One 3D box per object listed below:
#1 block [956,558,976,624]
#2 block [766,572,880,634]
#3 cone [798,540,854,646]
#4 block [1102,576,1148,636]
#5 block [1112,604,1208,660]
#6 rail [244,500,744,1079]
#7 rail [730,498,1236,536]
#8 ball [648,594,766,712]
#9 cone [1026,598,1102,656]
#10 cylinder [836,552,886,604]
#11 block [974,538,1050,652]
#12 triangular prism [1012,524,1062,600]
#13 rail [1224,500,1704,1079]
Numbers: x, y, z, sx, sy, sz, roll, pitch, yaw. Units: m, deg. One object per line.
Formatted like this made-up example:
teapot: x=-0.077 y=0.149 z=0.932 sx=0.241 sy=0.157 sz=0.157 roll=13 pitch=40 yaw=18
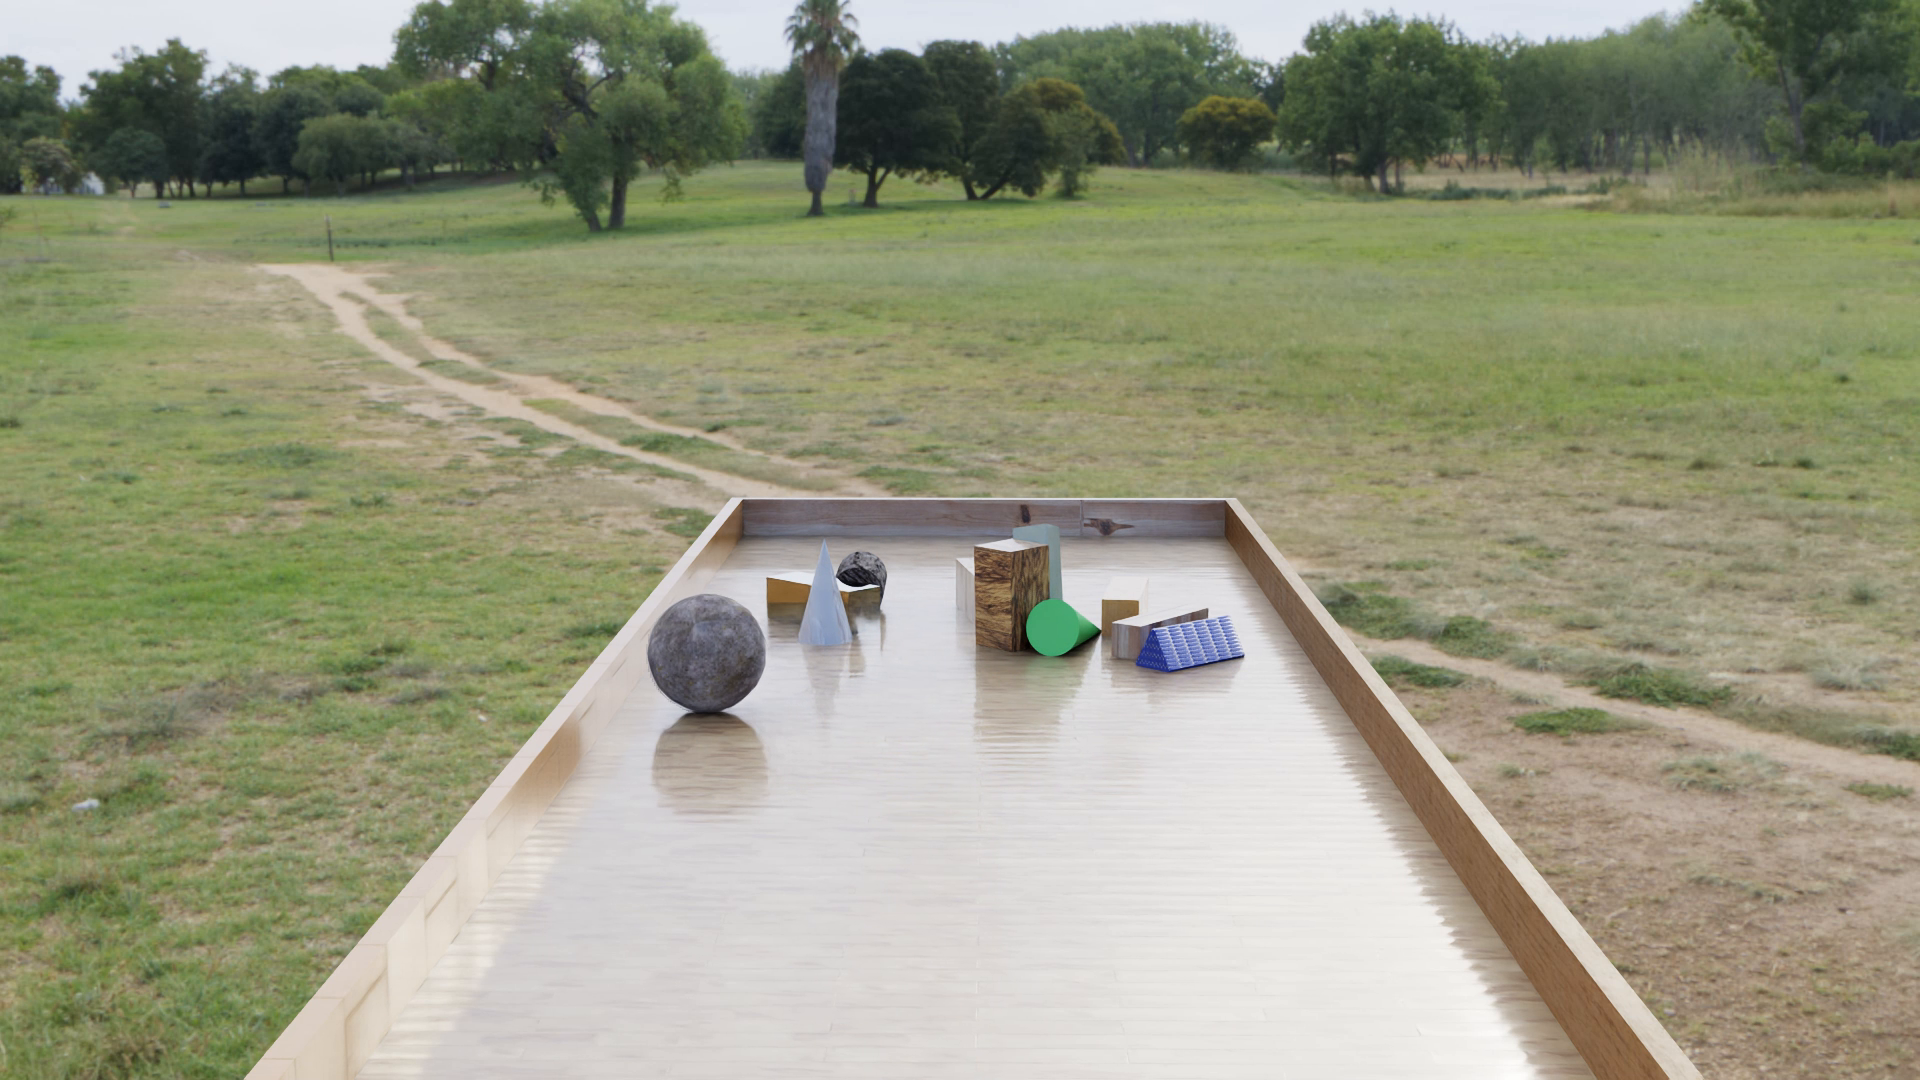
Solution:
block: x=0.100 y=0.171 z=7.413 sx=0.162 sy=0.162 sz=0.393 roll=-2 pitch=9 yaw=-10
block: x=-0.453 y=0.206 z=7.260 sx=0.402 sy=0.141 sz=0.141 roll=9 pitch=12 yaw=44
cone: x=-0.429 y=0.155 z=6.982 sx=0.178 sy=0.329 sz=0.178 roll=0 pitch=9 yaw=0
block: x=0.546 y=0.217 z=7.255 sx=0.120 sy=0.120 sz=0.434 roll=1 pitch=9 yaw=9
block: x=0.627 y=0.286 z=6.870 sx=0.105 sy=0.105 sz=0.392 roll=7 pitch=11 yaw=37
rail: x=-1.004 y=0.839 z=3.234 sx=0.050 sy=0.150 sz=12.000 roll=0 pitch=9 yaw=1
rail: x=0.099 y=-0.098 z=9.147 sx=2.100 sy=0.150 sz=0.050 roll=0 pitch=9 yaw=1
ball: x=-0.692 y=0.309 z=6.025 sx=0.324 sy=0.324 sz=0.324 roll=0 pitch=9 yaw=0
cone: x=0.374 y=0.282 z=6.953 sx=0.176 sy=0.176 sz=0.426 roll=4 pitch=-2 yaw=25
cylinder: x=-0.342 y=0.152 z=7.497 sx=0.174 sy=0.174 sz=0.336 roll=0 pitch=9 yaw=0
block: x=0.164 y=0.172 z=6.899 sx=0.166 sy=0.316 sz=0.166 roll=-10 pitch=13 yaw=-41
triangular prism: x=0.277 y=0.131 z=7.034 sx=0.131 sy=0.352 sz=0.151 roll=1 pitch=-6 yaw=-42
rail: x=1.046 y=0.843 z=3.208 sx=0.050 sy=0.150 sz=12.000 roll=0 pitch=9 yaw=1
